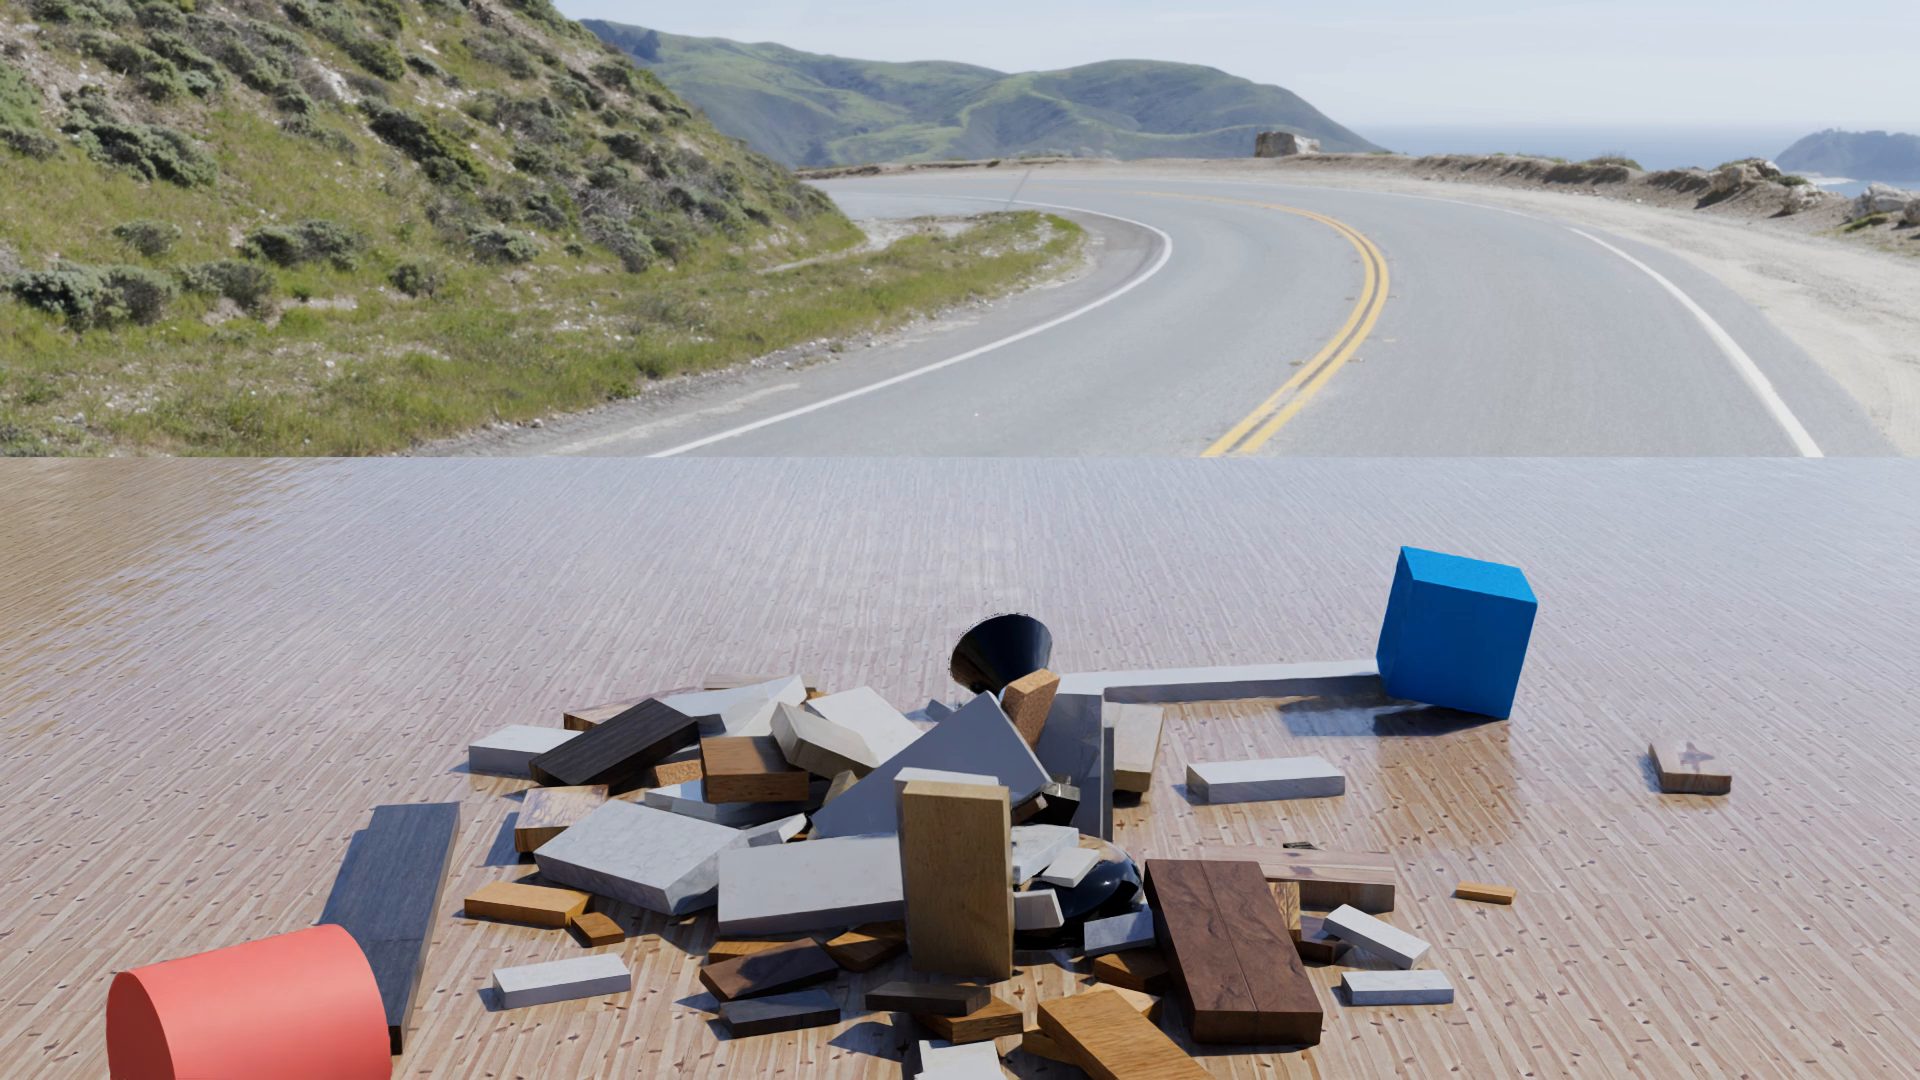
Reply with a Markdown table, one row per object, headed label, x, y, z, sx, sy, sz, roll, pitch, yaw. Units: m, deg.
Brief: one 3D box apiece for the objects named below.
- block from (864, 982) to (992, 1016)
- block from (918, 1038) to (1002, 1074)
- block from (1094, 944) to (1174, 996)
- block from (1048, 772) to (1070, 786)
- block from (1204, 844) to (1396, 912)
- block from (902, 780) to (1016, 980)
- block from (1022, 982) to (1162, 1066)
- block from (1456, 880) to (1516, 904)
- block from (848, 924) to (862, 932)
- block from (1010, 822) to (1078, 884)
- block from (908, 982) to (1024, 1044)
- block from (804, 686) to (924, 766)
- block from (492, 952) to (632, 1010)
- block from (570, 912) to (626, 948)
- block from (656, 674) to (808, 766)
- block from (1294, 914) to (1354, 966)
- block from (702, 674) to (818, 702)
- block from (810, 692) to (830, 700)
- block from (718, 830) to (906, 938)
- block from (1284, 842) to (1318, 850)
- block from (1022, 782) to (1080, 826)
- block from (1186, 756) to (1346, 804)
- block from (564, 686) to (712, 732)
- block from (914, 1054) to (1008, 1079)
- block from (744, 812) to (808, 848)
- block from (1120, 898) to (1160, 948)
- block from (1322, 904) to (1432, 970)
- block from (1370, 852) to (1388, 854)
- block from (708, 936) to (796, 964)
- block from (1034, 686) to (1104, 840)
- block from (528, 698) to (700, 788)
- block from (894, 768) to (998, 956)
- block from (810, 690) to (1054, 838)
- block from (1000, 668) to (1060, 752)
| label | x | y | z | sx | sy | sz | roll | pitch | yaw |
| --- | --- | --- | --- | --- | --- | --- | --- | --- | --- |
| block | -0.045 | 0.642 | 3.080 | 0.157 | 0.022 | 0.079 | -2 | 2 | 26 |
| block | 0.003 | 0.716 | 2.911 | 0.103 | 0.029 | 0.205 | -1 | 11 | -4 |
| block | 0.317 | 0.638 | 3.329 | 0.211 | 0.030 | 0.106 | -9 | 14 | -39 |
| block | 0.129 | 0.476 | 3.710 | 0.105 | 0.210 | 0.030 | 7 | 39 | 8 |
| block | 0.568 | 0.564 | 3.686 | 0.314 | 0.044 | 0.157 | 2 | 11 | 10 |
| block | 0.000 | 0.507 | 3.279 | 0.151 | 0.302 | 0.043 | 3 | 22 | 13 |
| block | 0.188 | 0.681 | 3.095 | 0.106 | 0.030 | 0.211 | 7 | 13 | 33 |
| block | 0.874 | 0.586 | 3.656 | 0.092 | 0.013 | 0.046 | 5 | 11 | 23 |
| block | -0.184 | 0.617 | 3.481 | 0.112 | 0.016 | 0.056 | 8 | 13 | 37 |
| block | 0.096 | 0.496 | 3.494 | 0.105 | 0.030 | 0.210 | 3 | 11 | 28 |
| block | 0.004 | 0.665 | 3.098 | 0.103 | 0.029 | 0.205 | -4 | 2 | -20 |
| block | -0.150 | 0.397 | 4.286 | 0.157 | 0.044 | 0.314 | -11 | 35 | -41 |
| block | -0.590 | 0.653 | 3.259 | 0.186 | 0.026 | 0.093 | -4 | 11 | -22 |
| block | -0.575 | 0.616 | 3.485 | 0.054 | 0.015 | 0.108 | -5 | 12 | -27 |
| block | -0.456 | 0.374 | 4.424 | 0.175 | 0.050 | 0.351 | -14 | 13 | 22 |
| block | 0.503 | 0.616 | 3.448 | 0.211 | 0.030 | 0.106 | 6 | 12 | 30 |
| block | -0.450 | 0.334 | 4.950 | 0.254 | 0.036 | 0.127 | 0 | 11 | -2 |
| block | -0.233 | 0.380 | 4.403 | 0.126 | 0.036 | 0.251 | 8 | 20 | -11 |
| block | -0.228 | 0.544 | 3.474 | 0.302 | 0.043 | 0.151 | -7 | 38 | 0 |
| block | 0.605 | 0.550 | 3.850 | 0.046 | 0.013 | 0.092 | -3 | 11 | -14 |
| block | 0.117 | 0.481 | 3.668 | 0.105 | 0.210 | 0.030 | 14 | 40 | -10 |
| block | 0.590 | 0.463 | 4.249 | 0.274 | 0.039 | 0.137 | -2 | 11 | -12 |
| block | -0.656 | 0.376 | 4.689 | 0.336 | 0.048 | 0.168 | -10 | 15 | -44 |
| block | 0.035 | 0.723 | 2.760 | 0.103 | 0.029 | 0.205 | -10 | 24 | -27 |
| block | -0.347 | 0.508 | 3.738 | 0.166 | 0.023 | 0.083 | -20 | 4 | 30 |
| block | 0.337 | 0.583 | 3.488 | 0.084 | 0.024 | 0.303 | 4 | 11 | 30 |
| block | 0.642 | 0.612 | 3.390 | 0.149 | 0.021 | 0.075 | 23 | 20 | 28 |
| block | 0.720 | 0.559 | 3.799 | 0.046 | 0.013 | 0.092 | 1 | 11 | 7 |
| block | -0.308 | 0.634 | 3.376 | 0.141 | 0.020 | 0.071 | 2 | 11 | 10 |
| block | 0.166 | 0.410 | 3.779 | 0.157 | 0.314 | 0.044 | 2 | 11 | 9 |
| block | -0.670 | 0.407 | 4.270 | 0.297 | 0.042 | 0.148 | -28 | 33 | -37 |
| block | -0.012 | 0.497 | 3.335 | 0.151 | 0.302 | 0.043 | 4 | 22 | 20 |
| block | -0.047 | 0.423 | 3.579 | 0.359 | 0.180 | 0.051 | -36 | -16 | 5 |
| block | 0.067 | 0.399 | 3.703 | 0.036 | 0.373 | 0.127 | 27 | 21 | 23 |
